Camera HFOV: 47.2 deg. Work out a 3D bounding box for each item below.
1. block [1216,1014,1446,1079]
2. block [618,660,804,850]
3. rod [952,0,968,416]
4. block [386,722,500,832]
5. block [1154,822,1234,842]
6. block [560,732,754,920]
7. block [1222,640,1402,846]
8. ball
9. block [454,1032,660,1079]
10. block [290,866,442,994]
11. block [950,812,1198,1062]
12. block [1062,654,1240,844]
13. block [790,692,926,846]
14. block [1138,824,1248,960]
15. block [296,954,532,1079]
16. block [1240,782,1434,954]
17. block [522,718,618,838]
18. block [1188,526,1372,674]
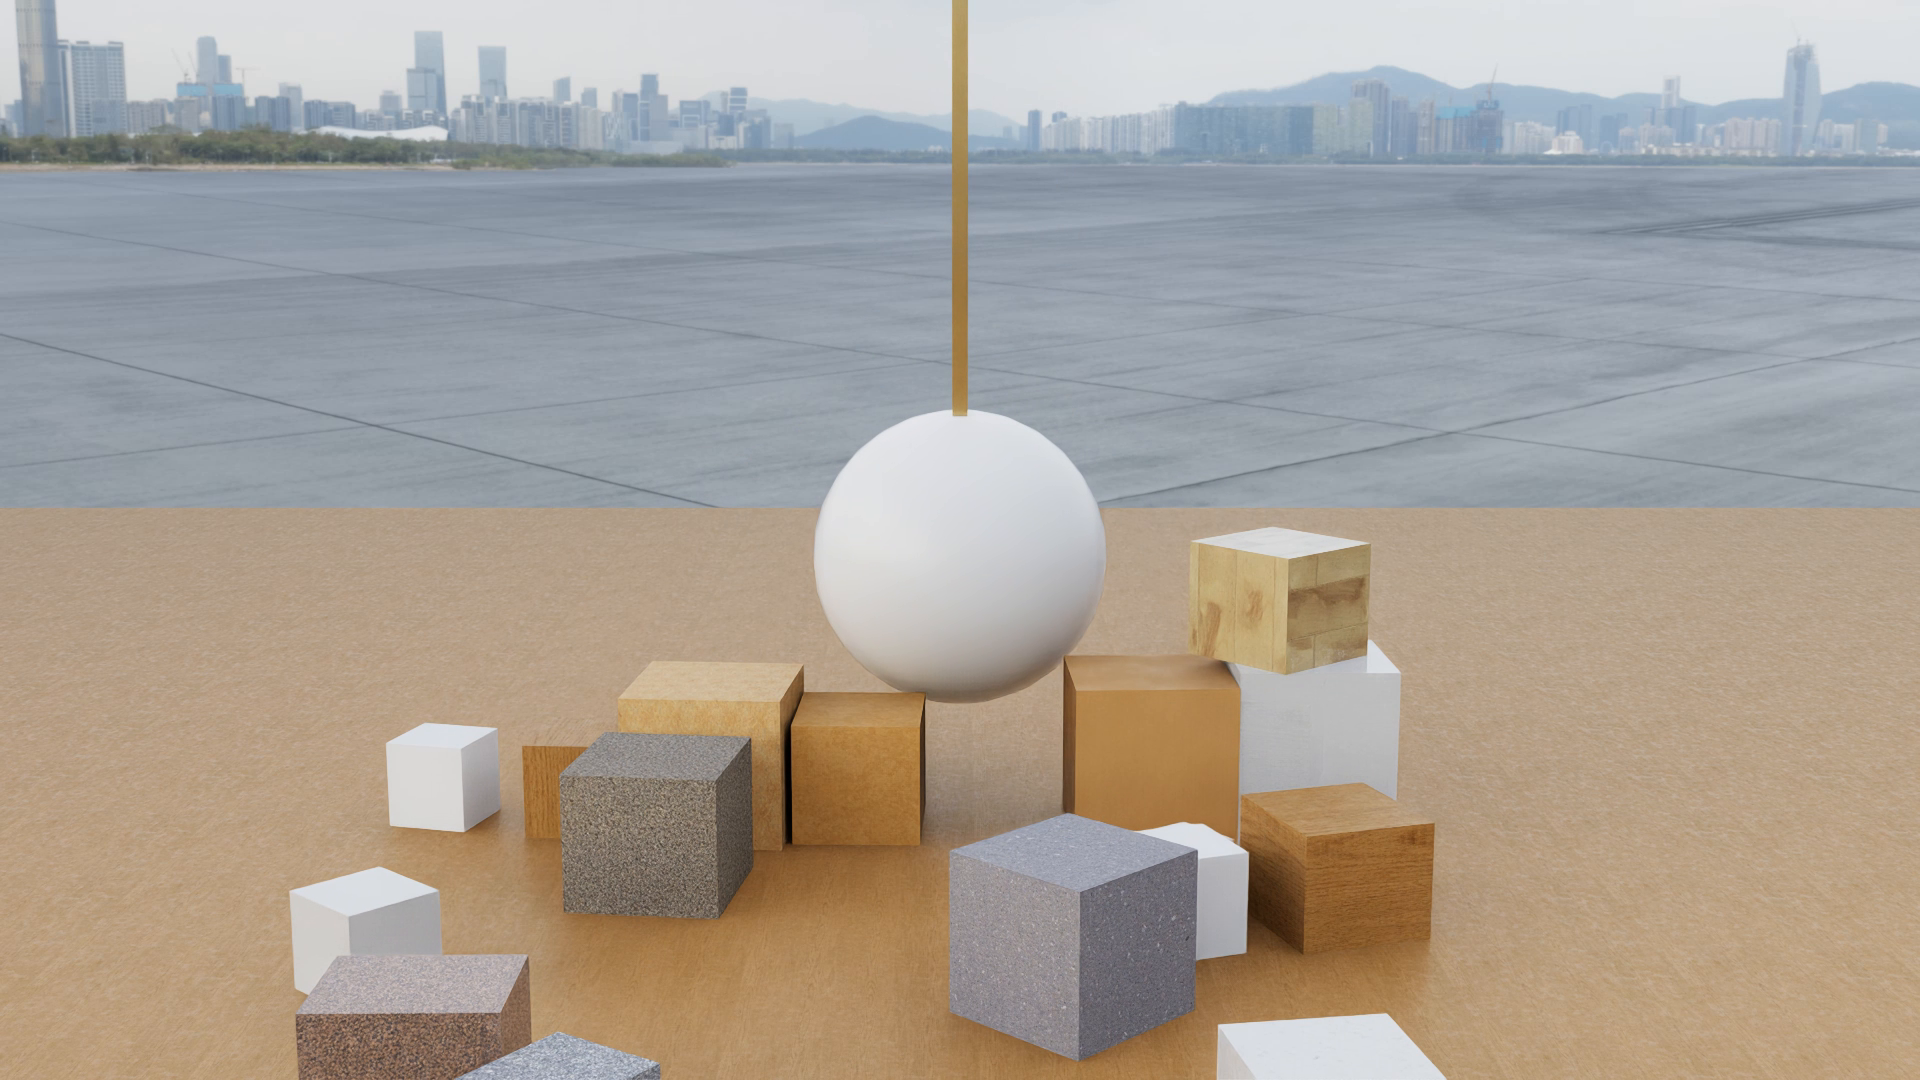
[{"bbox_3d":[1.238,1.961,7.379,0.610,0.502,0.600,-2,10,-9],"label":"block"},{"bbox_3d":[-1.266,1.100,11.372,0.814,0.767,0.808,1,10,4],"label":"block"},{"bbox_3d":[0.000,-3.153,10.938,0.080,5.200,0.080,0,18,0],"label":"rod"},{"bbox_3d":[-2.700,1.239,11.513,0.424,0.444,0.413,3,11,15],"label":"block"},{"bbox_3d":[1.024,1.537,10.196,0.345,0.328,0.340,-8,13,-37],"label":"block"},{"bbox_3d":[-1.418,1.335,10.386,0.728,0.658,0.743,1,10,7],"label":"block"},{"bbox_3d":[1.790,1.036,11.378,0.799,0.891,0.737,0,10,-1],"label":"block"},{"bbox_3d":[0.000,0.089,11.961,1.600,1.600,1.600,0,10,0],"label":"ball"},{"bbox_3d":[-1.313,1.985,7.198,0.464,0.518,0.488,7,12,34],"label":"block"},{"bbox_3d":[-2.477,1.670,9.187,0.451,0.428,0.430,9,14,42],"label":"block"},{"bbox_3d":[0.459,1.587,8.922,0.702,0.685,0.718,10,14,44],"label":"block"},{"bbox_3d":[0.973,1.077,11.363,0.820,0.815,0.756,0,10,-2],"label":"block"},{"bbox_3d":[-0.515,1.174,11.387,0.645,0.616,0.697,0,10,1],"label":"block"},{"bbox_3d":[0.936,1.561,9.697,0.513,0.459,0.441,-4,11,-20],"label":"block"},{"bbox_3d":[-1.869,1.843,7.614,0.678,0.650,0.532,0,10,-1],"label":"block"},{"bbox_3d":[1.694,1.474,9.955,0.627,0.538,0.656,-3,11,-18],"label":"block"},{"bbox_3d":[-1.943,1.232,11.437,0.515,0.484,0.566,1,10,3],"label":"block"},{"bbox_3d":[1.639,0.299,11.300,0.645,0.586,0.653,-9,14,-41],"label":"block"}]
